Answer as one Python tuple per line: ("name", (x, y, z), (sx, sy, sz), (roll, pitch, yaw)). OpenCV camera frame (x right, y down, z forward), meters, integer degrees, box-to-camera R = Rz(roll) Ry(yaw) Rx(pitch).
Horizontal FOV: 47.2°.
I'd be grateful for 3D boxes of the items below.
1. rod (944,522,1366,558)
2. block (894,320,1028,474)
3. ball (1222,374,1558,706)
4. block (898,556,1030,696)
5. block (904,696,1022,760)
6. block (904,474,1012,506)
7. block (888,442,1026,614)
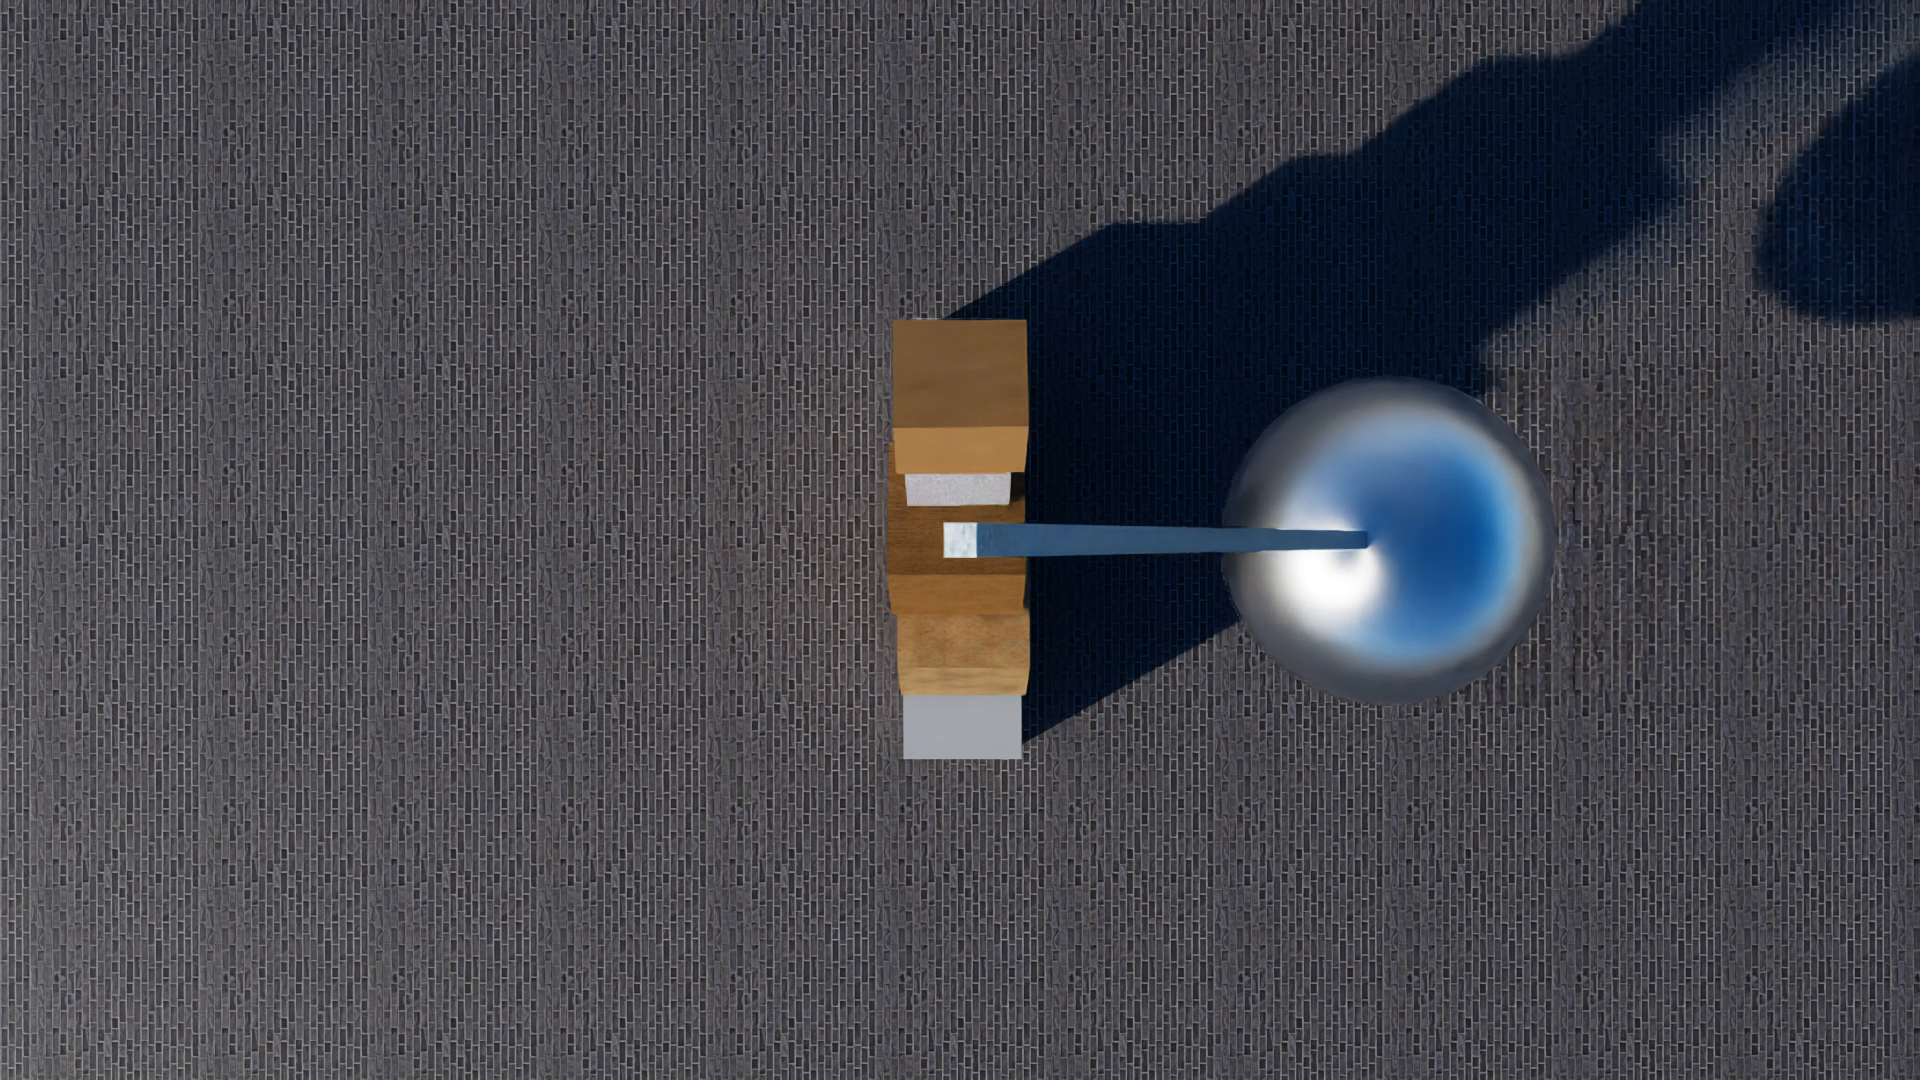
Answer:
("rod", (0.899, 0.000, 7.498), (0.080, 5.200, 0.080), (0, 90, 20))
("block", (0.001, -0.663, 10.276), (0.612, 0.579, 0.532), (-1, 71, 0))
("ball", (2.074, 0.000, 10.688), (1.600, 1.600, 1.600), (0, 90, 0))
("block", (0.019, 0.434, 11.912), (0.691, 0.735, 0.683), (0, 75, 0))
("block", (0.015, 0.867, 12.636), (0.658, 0.728, 0.711), (0, 90, 0))
("block", (-0.009, -0.470, 10.783), (0.508, 0.490, 0.465), (0, 72, 0))
("block", (-0.017, -0.050, 11.295), (0.685, 0.704, 0.698), (0, 72, 0))
